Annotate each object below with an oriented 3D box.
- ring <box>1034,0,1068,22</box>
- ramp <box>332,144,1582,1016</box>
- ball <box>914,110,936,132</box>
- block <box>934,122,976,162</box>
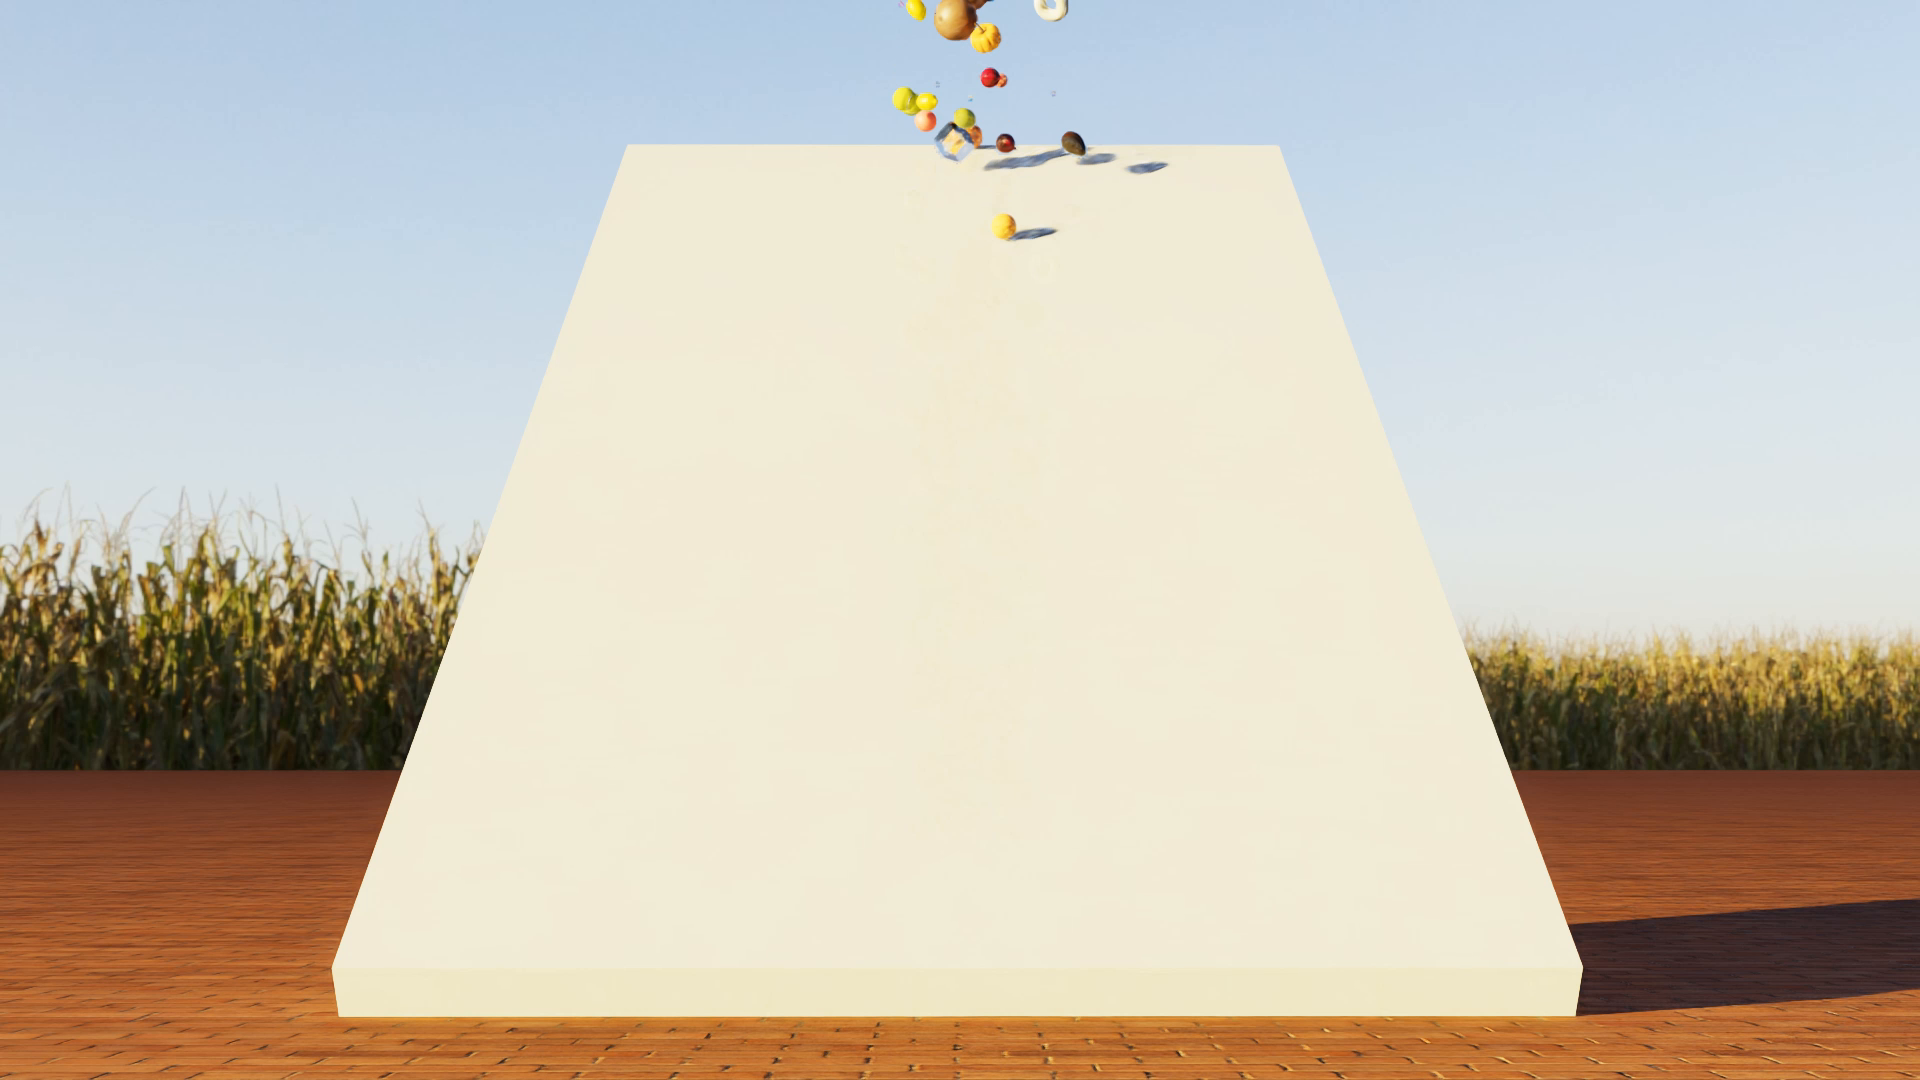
[{"bbox_3d":[0.278,-1.628,7.262,0.111,0.111,0.037,-3,36,27],"label":"ring"},{"bbox_3d":[-0.012,-0.221,5.605,2.000,0.100,4.000,0,28,0],"label":"ramp"},{"bbox_3d":[-0.104,-1.283,7.315,0.067,0.067,0.067,0,-5,0],"label":"ball"},{"bbox_3d":[-0.017,-1.177,7.080,0.075,0.075,0.075,11,-47,-48],"label":"block"}]
